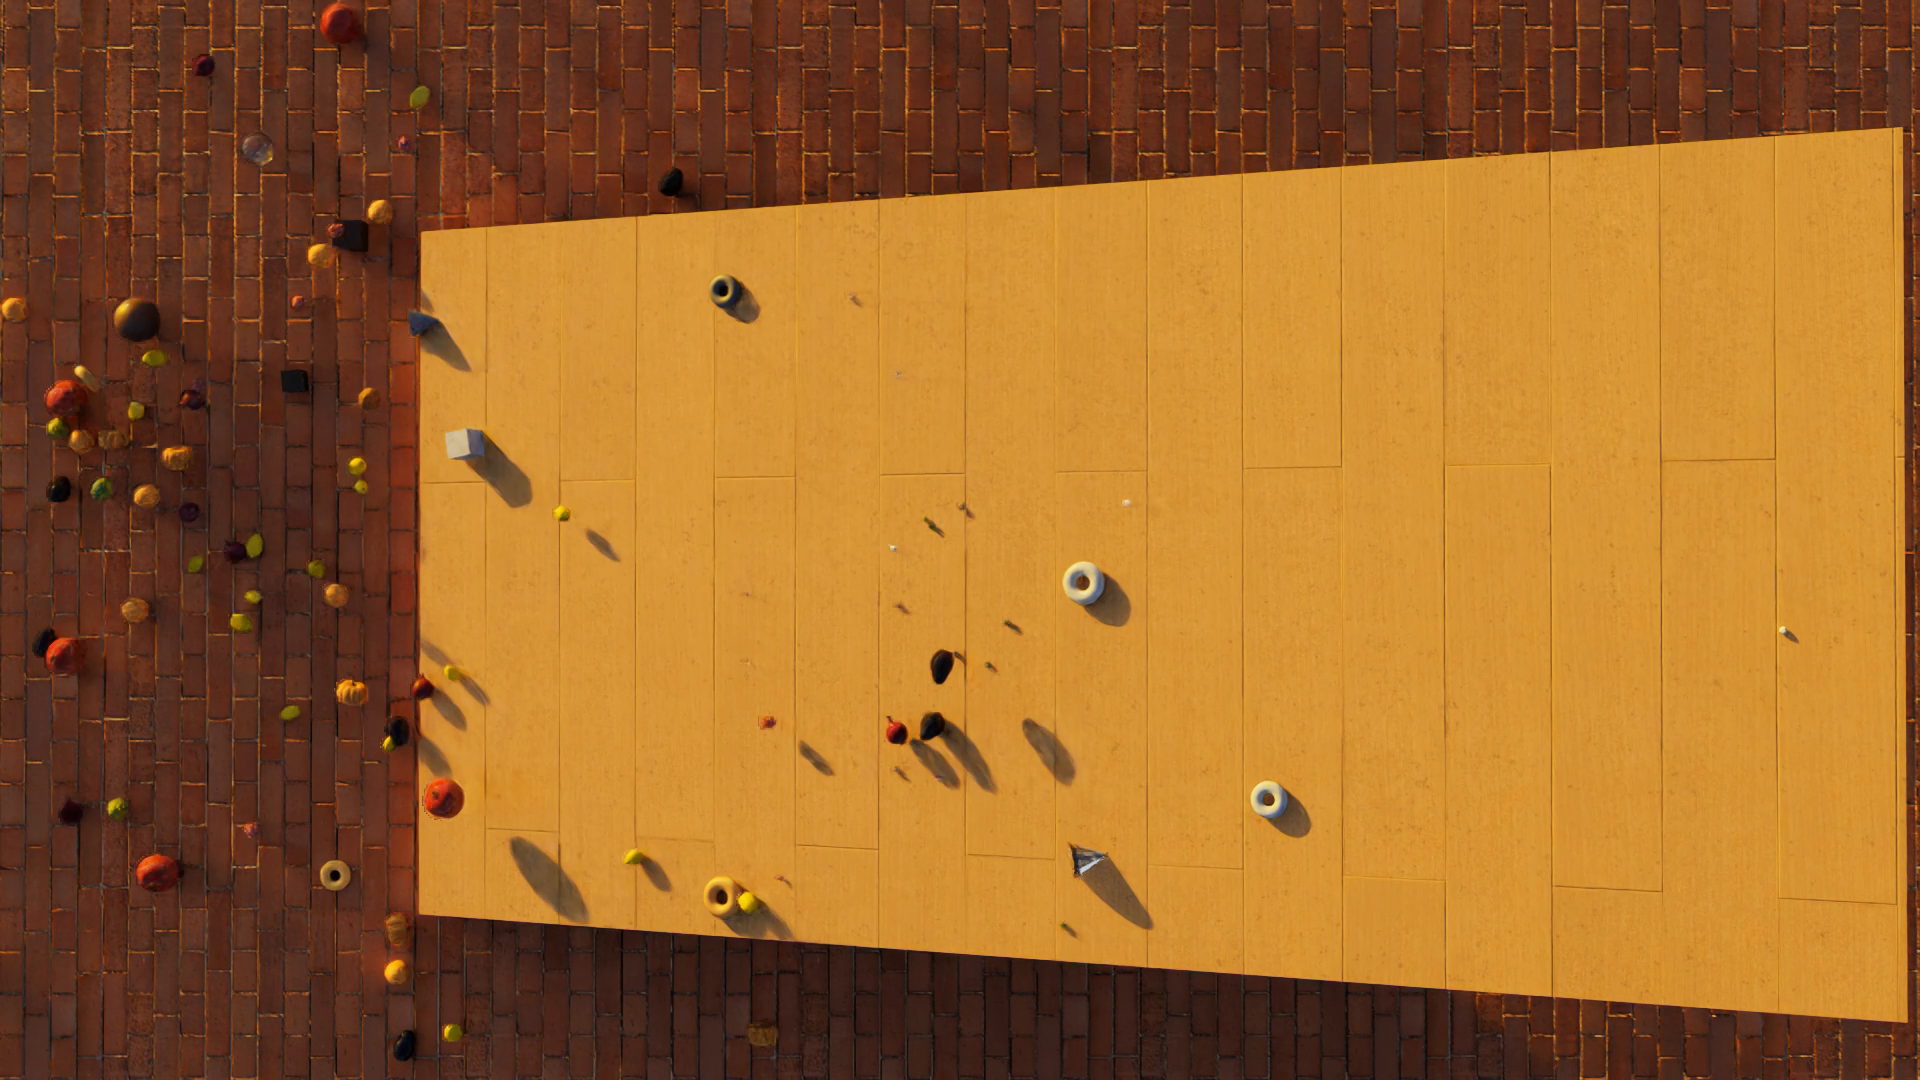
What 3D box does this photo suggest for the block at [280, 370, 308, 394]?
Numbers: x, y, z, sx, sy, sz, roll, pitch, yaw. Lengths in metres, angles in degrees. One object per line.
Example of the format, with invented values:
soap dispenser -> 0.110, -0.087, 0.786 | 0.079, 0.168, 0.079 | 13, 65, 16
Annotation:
block -> -1.971, -0.470, 6.515 | 0.060, 0.060, 0.060 | -6, 89, 0

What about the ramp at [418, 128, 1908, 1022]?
ramp -> 0.283, 0.086, 5.725 | 4.000, 0.100, 2.000 | 0, 89, 23

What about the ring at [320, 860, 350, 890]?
ring -> -1.849, 0.993, 6.512 | 0.092, 0.031, 0.092 | 0, 90, 1

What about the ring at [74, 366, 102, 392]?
ring -> -2.541, -0.470, 6.412 | 0.094, 0.094, 0.031 | 41, 73, 0

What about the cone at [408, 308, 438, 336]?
cone -> -1.561, -0.640, 6.425 | 0.083, 0.083, 0.083 | -7, 89, -4

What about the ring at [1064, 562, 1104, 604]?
ring -> 0.317, 0.110, 5.636 | 0.111, 0.037, 0.111 | -1, 88, 24

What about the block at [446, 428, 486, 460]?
block -> -1.428, -0.276, 6.345 | 0.075, 0.075, 0.075 | -10, 85, 22

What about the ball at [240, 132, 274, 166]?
ball -> -2.078, -1.156, 6.504 | 0.099, 0.099, 0.099 | 0, 89, 0

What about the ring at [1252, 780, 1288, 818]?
ring -> 0.766, 0.643, 5.446 | 0.094, 0.031, 0.094 | 0, 89, 24

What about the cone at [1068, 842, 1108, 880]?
cone -> 0.332, 0.811, 5.618 | 0.095, 0.095, 0.095 | -9, 89, -4

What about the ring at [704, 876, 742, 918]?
ring -> -0.650, 0.979, 6.026 | 0.117, 0.039, 0.117 | -1, 88, 24

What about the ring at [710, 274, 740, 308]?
ring -> -0.647, -0.686, 6.050 | 0.094, 0.031, 0.094 | 0, 91, 23

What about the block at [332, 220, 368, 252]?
block -> -1.804, -0.901, 6.510 | 0.080, 0.080, 0.080 | 1, 89, 0

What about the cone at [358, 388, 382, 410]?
cone -> -1.756, -0.419, 6.510 | 0.068, 0.068, 0.068 | 0, 89, 0
